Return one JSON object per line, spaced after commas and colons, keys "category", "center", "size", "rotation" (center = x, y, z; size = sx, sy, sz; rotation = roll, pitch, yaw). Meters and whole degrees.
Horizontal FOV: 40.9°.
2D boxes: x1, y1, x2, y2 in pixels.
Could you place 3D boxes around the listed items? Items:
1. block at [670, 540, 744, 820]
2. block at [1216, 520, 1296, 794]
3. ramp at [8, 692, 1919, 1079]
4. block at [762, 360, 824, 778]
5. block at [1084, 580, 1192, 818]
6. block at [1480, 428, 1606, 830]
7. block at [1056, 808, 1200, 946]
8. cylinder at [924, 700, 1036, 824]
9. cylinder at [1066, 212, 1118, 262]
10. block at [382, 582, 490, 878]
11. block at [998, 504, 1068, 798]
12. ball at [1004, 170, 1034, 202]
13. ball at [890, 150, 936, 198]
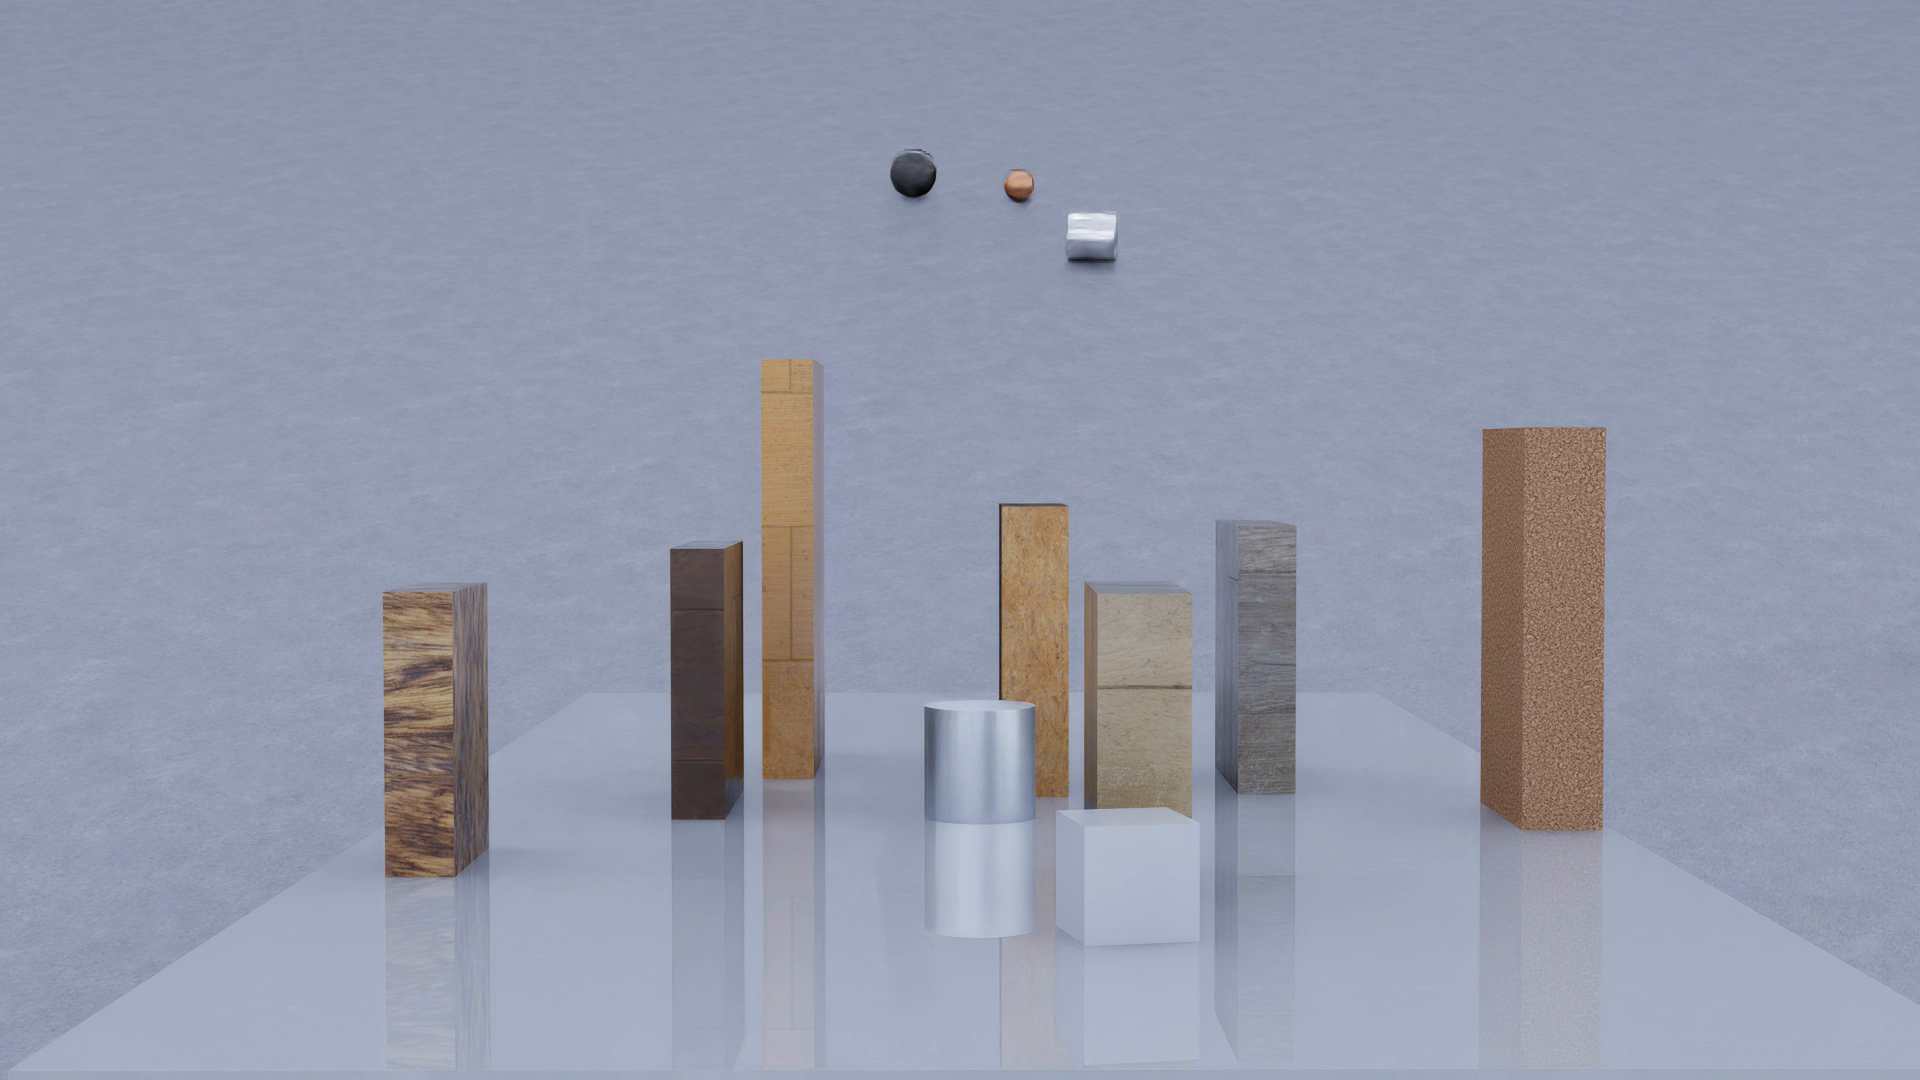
{"category": "block", "center": [-0.436, 0.233, 4.471], "size": [0.089, 0.451, 0.383], "rotation": [0, 2, 0]}
{"category": "block", "center": [0.547, 0.208, 4.793], "size": [0.103, 0.479, 0.407], "rotation": [0, 2, 0]}
{"category": "ramp", "center": [0.056, 0.506, 4.550], "size": [2.000, 0.100, 4.000], "rotation": [0, 2, 0]}
{"category": "block", "center": [-0.322, 0.048, 5.006], "size": [0.096, 0.784, 0.397], "rotation": [0, 2, 0]}
{"category": "block", "center": [0.247, 0.277, 3.619], "size": [0.127, 0.421, 0.348], "rotation": [0, 2, 0]}
{"category": "block", "center": [0.972, 0.138, 4.313], "size": [0.131, 0.650, 0.331], "rotation": [0, 2, 0]}
{"category": "block", "center": [0.211, 0.425, 3.270], "size": [0.148, 0.148, 0.148], "rotation": [0, 2, -12]}
{"category": "cylinder", "center": [0.034, 0.370, 4.317], "size": [0.187, 0.187, 0.187], "rotation": [0, 2, 0]}
{"category": "cylinder", "center": [0.515, -1.173, 9.982], "size": [0.183, 0.183, 0.183], "rotation": [3, 25, 8]}
{"category": "block", "center": [-0.777, 0.275, 3.835], "size": [0.099, 0.411, 0.276], "rotation": [0, 2, 0]}
{"category": "block", "center": [0.133, 0.193, 4.705], "size": [0.118, 0.515, 0.301], "rotation": [0, 2, 0]}
{"category": "ball", "center": [0.247, -1.474, 10.718], "size": [0.127, 0.127, 0.127], "rotation": [0, 24, 0]}
{"category": "ball", "center": [-0.195, -1.527, 10.755], "size": [0.193, 0.193, 0.193], "rotation": [0, 24, 0]}
